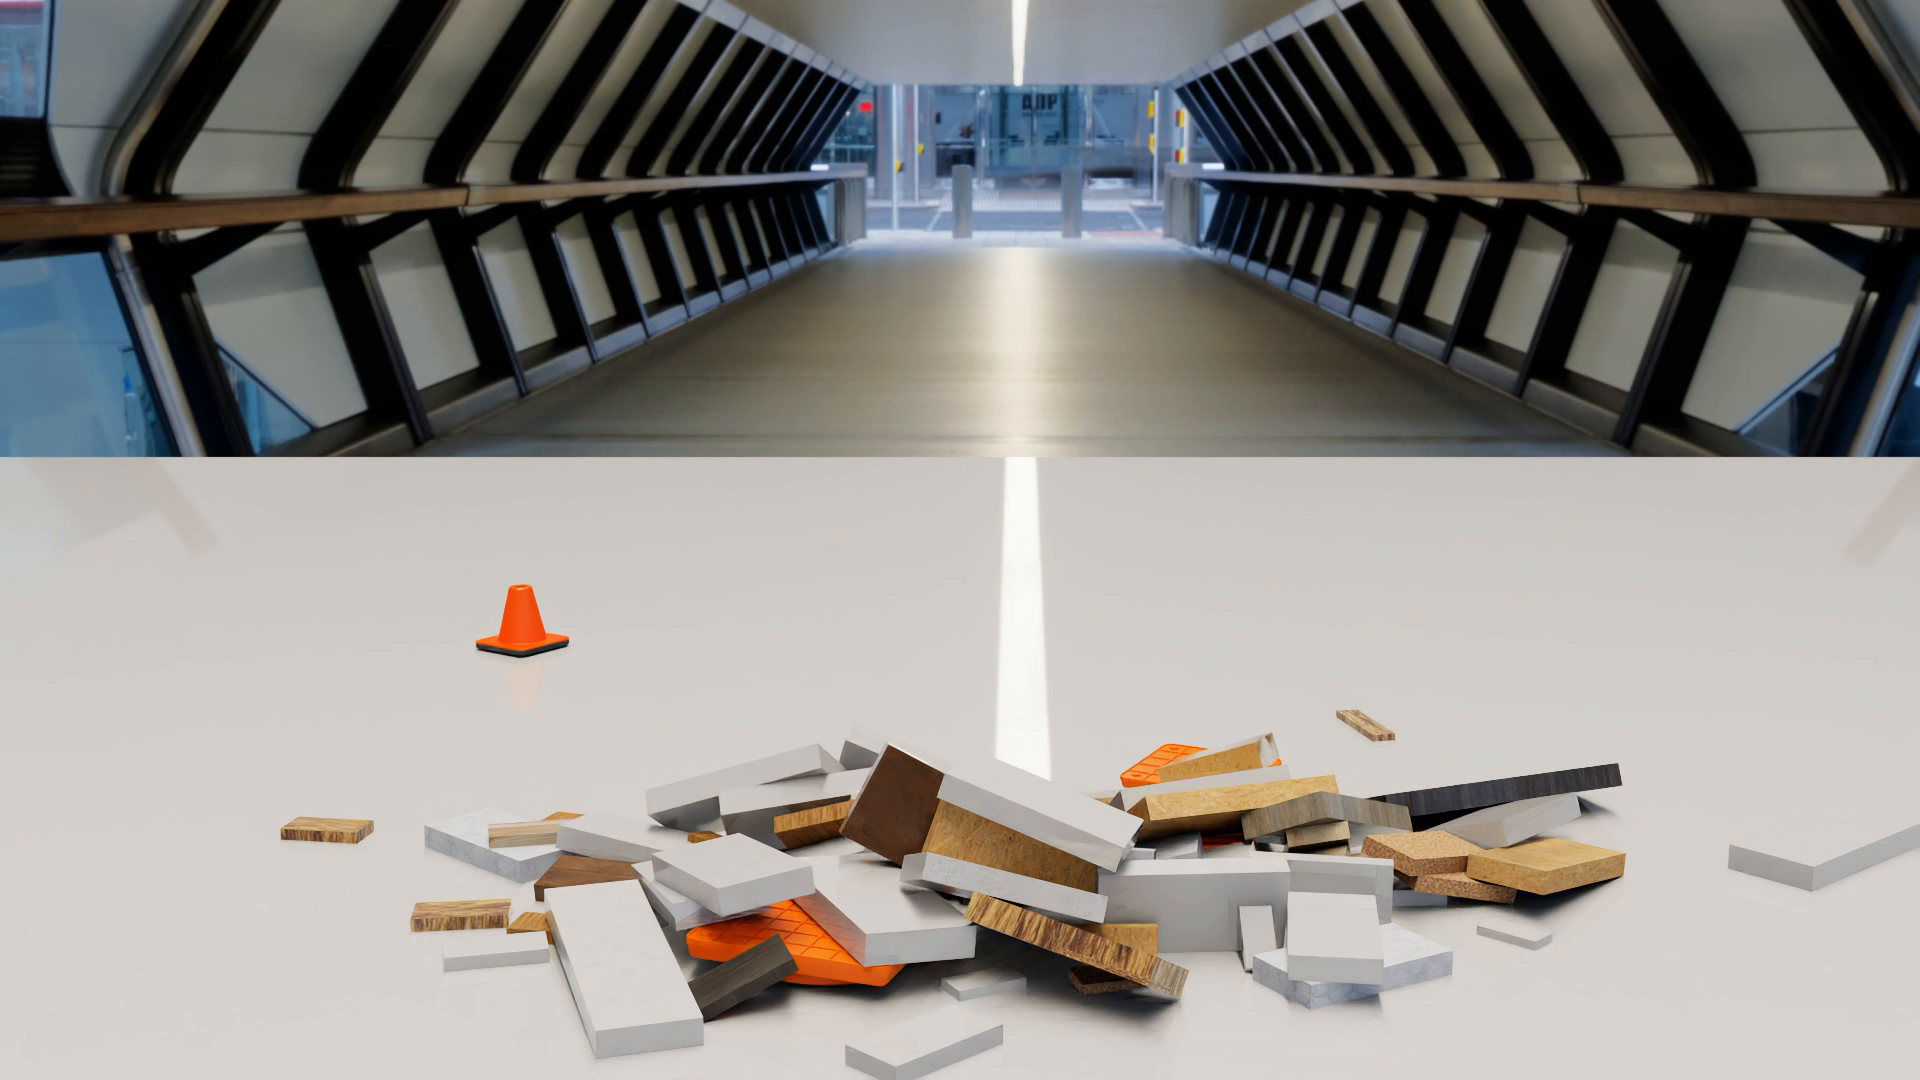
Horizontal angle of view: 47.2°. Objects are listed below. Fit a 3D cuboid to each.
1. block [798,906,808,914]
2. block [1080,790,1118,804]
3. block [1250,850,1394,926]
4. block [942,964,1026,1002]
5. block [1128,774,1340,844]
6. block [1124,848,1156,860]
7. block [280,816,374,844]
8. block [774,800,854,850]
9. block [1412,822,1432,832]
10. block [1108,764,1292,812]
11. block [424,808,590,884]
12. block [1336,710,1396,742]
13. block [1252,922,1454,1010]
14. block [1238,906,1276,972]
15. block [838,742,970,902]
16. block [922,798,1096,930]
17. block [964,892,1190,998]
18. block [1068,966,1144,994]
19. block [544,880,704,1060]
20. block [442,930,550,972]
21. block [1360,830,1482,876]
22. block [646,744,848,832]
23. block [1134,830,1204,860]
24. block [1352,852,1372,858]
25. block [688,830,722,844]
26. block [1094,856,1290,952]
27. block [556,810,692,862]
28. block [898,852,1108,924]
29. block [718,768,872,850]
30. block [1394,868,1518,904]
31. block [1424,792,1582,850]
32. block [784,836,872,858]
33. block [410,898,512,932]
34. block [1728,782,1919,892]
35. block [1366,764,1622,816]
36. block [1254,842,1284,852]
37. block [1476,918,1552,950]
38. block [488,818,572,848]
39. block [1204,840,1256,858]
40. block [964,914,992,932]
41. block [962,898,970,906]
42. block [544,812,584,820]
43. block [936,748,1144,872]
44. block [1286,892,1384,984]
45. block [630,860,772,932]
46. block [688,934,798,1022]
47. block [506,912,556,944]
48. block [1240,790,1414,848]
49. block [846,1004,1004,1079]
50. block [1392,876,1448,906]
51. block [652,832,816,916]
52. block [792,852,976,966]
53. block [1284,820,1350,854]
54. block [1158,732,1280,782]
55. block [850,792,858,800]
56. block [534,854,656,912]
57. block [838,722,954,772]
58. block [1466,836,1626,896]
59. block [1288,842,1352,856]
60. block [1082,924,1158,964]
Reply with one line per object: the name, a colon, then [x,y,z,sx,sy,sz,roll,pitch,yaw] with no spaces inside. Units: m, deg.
block: [-0.211,0.598,3.588,0.101,0.014,0.050,1,11,8]
block: [0.351,0.475,3.938,0.352,0.050,0.176,-1,-3,-13]
block: [0.575,0.562,3.510,0.226,0.113,0.032,2,11,10]
block: [0.036,0.657,3.263,0.113,0.016,0.057,-6,12,-28]
block: [0.449,0.456,3.705,0.352,0.042,0.149,-4,-23,-20]
block: [0.197,0.551,3.550,0.231,0.116,0.033,2,-1,11]
block: [-1.142,0.523,3.971,0.145,0.021,0.072,2,11,9]
block: [-0.195,0.481,3.703,0.211,0.030,0.106,-14,-35,11]
block: [0.833,0.531,3.946,0.052,0.015,0.104,-2,11,-10]
block: [0.406,0.450,3.782,0.301,0.043,0.150,-7,-22,-13]
block: [-0.797,0.534,3.860,0.287,0.041,0.144,10,14,42]
block: [0.863,0.394,4.685,0.049,0.014,0.202,-2,11,-12]
block: [0.590,0.638,3.304,0.273,0.039,0.136,-6,12,-30]
block: [0.454,0.607,3.350,0.050,0.099,0.014,-1,-31,-4]
block: [-0.012,0.468,3.502,0.321,0.161,0.046,28,-2,-6]
block: [0.088,0.506,3.460,0.288,0.144,0.041,20,2,-10]
block: [0.171,0.593,3.224,0.301,0.043,0.150,15,-11,28]
block: [0.225,0.651,3.279,0.113,0.016,0.057,-3,17,-18]
block: [-0.508,0.628,3.273,0.149,0.042,0.522,-3,14,-18]
block: [-0.714,0.632,3.382,0.157,0.022,0.078,-3,11,-14]
block: [0.774,0.518,3.640,0.227,0.029,0.102,5,13,-44]
block: [-0.365,0.441,3.826,0.321,0.046,0.161,-16,-28,11]
block: [0.286,0.538,3.648,0.231,0.033,0.116,-14,7,10]
block: [0.589,0.558,3.624,0.193,0.027,0.096,-14,8,14]
block: [-0.411,0.518,3.747,0.101,0.014,0.050,14,8,39]
block: [0.355,0.565,3.395,0.294,0.144,0.041,-1,25,-4]
block: [-0.528,0.525,3.761,0.287,0.041,0.144,11,6,17]
block: [0.065,0.530,3.340,0.288,0.041,0.144,16,-14,-12]
block: [-0.245,0.466,3.797,0.321,0.046,0.161,-9,-34,-3]
block: [0.810,0.558,3.628,0.193,0.027,0.096,10,10,-21]
block: [0.950,0.497,3.852,0.155,0.044,0.310,-16,-6,38]
block: [-0.243,0.537,3.660,0.211,0.030,0.106,-17,11,13]
block: [-0.801,0.603,3.538,0.153,0.022,0.076,-1,11,-7]
block: [1.591,0.523,3.911,0.565,0.044,0.155,-9,14,-39]
block: [0.966,0.469,4.061,0.511,0.043,0.150,-4,-10,-23]
block: [0.537,0.546,3.865,0.099,0.014,0.050,1,11,3]
block: [0.874,0.620,3.465,0.104,0.015,0.052,10,15,44]
block: [-0.745,0.510,3.822,0.145,0.021,0.072,-3,11,-14]
block: [0.374,0.550,3.639,0.226,0.032,0.113,-13,7,14]
block: [0.013,0.612,3.511,0.101,0.014,0.050,-6,12,-31]
block: [0.114,0.544,3.664,0.231,0.033,0.116,-15,10,2]
block: [-0.685,0.520,3.989,0.145,0.021,0.072,4,11,20]
block: [0.127,0.417,3.415,0.297,0.042,0.149,22,15,12]
block: [0.562,0.597,3.314,0.136,0.039,0.273,1,11,8]
block: [-0.412,0.547,3.473,0.149,0.042,0.299,-10,7,-20]
block: [-0.317,0.633,3.180,0.157,0.022,0.078,-27,25,-11]
block: [-0.629,0.615,3.473,0.153,0.022,0.076,2,11,10]
block: [0.624,0.479,3.724,0.155,0.044,0.310,-22,-23,33]
block: [-0.048,0.694,3.029,0.203,0.029,0.102,-10,15,-43]
block: [0.702,0.579,3.655,0.193,0.027,0.096,0,11,-2]
block: [-0.351,0.509,3.363,0.149,0.042,0.299,-10,7,-26]
block: [-0.129,0.560,3.365,0.176,0.050,0.352,0,10,-25]
block: [0.599,0.513,3.697,0.102,0.029,0.203,-9,-19,4]
block: [0.469,0.401,3.955,0.176,0.050,0.352,-17,-5,12]
block: [-0.069,0.475,3.770,0.247,0.123,0.035,1,55,-9]
block: [-0.586,0.570,3.647,0.211,0.030,0.106,3,21,16]
block: [-0.069,0.431,3.866,0.297,0.148,0.042,23,52,3]
block: [0.984,0.544,3.683,0.136,0.039,0.311,9,5,40]
block: [0.525,0.548,3.601,0.226,0.032,0.113,-13,8,16]
block: [0.244,0.617,3.363,0.115,0.058,0.016,0,8,-1]
